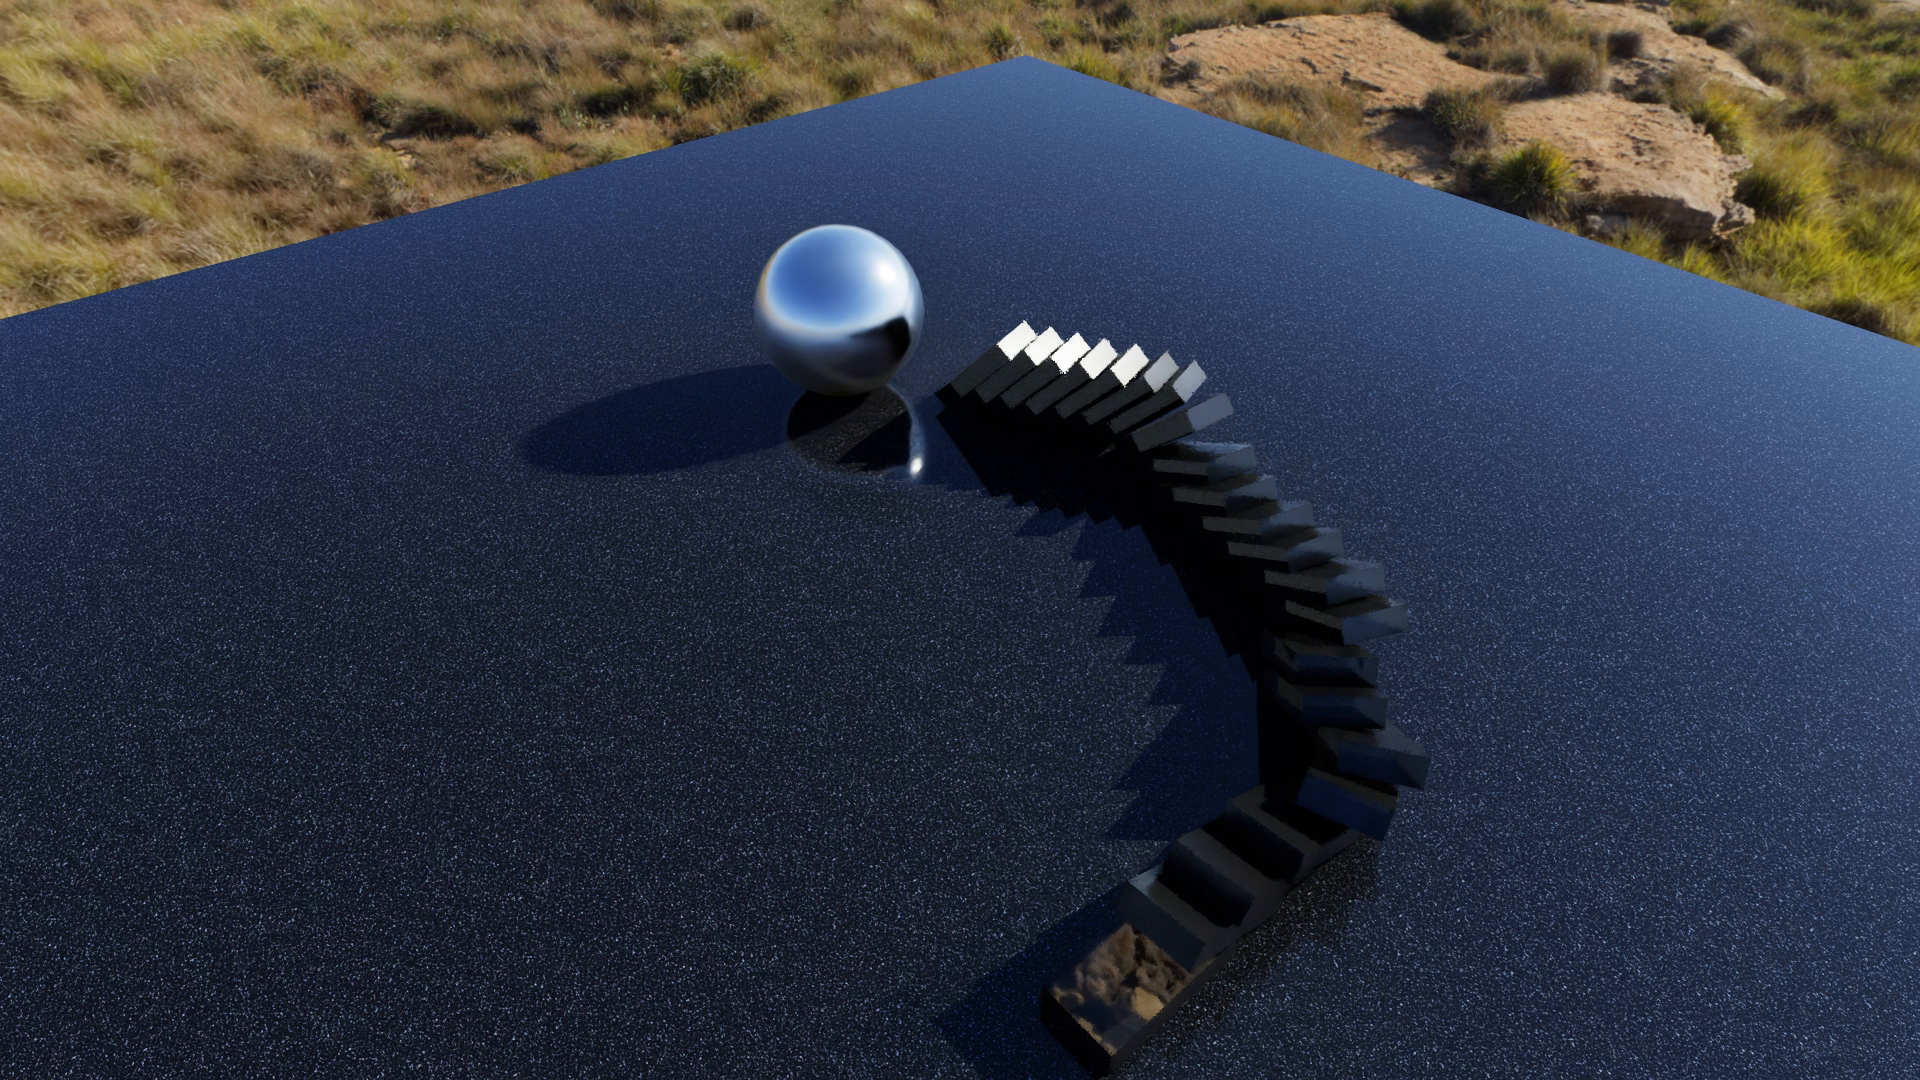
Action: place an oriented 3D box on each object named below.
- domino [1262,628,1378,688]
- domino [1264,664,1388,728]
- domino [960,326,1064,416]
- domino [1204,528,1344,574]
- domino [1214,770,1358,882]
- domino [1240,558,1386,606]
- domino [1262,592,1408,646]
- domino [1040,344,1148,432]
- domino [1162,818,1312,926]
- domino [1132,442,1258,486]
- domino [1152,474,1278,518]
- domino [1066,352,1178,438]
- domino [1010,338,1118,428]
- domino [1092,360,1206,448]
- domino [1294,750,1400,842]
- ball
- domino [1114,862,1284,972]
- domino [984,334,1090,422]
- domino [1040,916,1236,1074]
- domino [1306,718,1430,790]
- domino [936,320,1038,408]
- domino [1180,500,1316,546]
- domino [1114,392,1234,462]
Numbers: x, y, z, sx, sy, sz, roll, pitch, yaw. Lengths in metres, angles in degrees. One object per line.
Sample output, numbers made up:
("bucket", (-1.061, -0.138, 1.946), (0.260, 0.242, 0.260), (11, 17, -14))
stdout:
("domino", (0.121, 0.039, 0.375), (0.025, 0.009, 0.050), (2, 6, 3))
("domino", (0.118, 0.051, 0.360), (0.025, 0.009, 0.050), (2, 4, 2))
("domino", (0.024, -0.078, 0.512), (0.009, 0.050, 0.025), (50, 48, -7))
("domino", (0.119, 0.002, 0.421), (0.025, 0.009, 0.050), (-17, 10, -20))
("domino", (0.098, 0.083, 0.324), (0.025, 0.010, 0.050), (33, 21, 34))
("domino", (0.129, 0.014, 0.406), (0.025, 0.010, 0.050), (-12, 9, -18))
("domino", (0.133, 0.025, 0.394), (0.025, 0.009, 0.050), (-11, 11, -13))
("domino", (0.060, -0.069, 0.501), (0.009, 0.050, 0.025), (51, 49, -8))
("domino", (0.081, 0.091, 0.313), (0.025, 0.010, 0.050), (33, 21, 32))
("domino", (0.099, -0.033, 0.466), (0.025, 0.010, 0.050), (-20, 15, -23))
("domino", (0.103, -0.020, 0.449), (0.025, 0.010, 0.050), (-17, 13, -20))
("domino", (0.073, -0.065, 0.497), (0.010, 0.050, 0.025), (52, 48, -9))
("domino", (0.047, -0.071, 0.504), (0.010, 0.050, 0.025), (50, 48, -7))
("domino", (0.084, -0.060, 0.491), (0.009, 0.050, 0.025), (52, 48, -9))
("domino", (0.118, 0.075, 0.331), (0.025, 0.010, 0.050), (21, 9, 22))
("ball", (-0.057, -0.108, 0.520), (0.080, 0.080, 0.080), (0, 39, 0))
("domino", (0.067, 0.099, 0.305), (0.025, 0.009, 0.050), (34, 22, 34))
("domino", (0.035, -0.075, 0.507), (0.010, 0.050, 0.025), (50, 49, -7))
("domino", (0.049, 0.118, 0.300), (0.050, 0.010, 0.025), (-29, 47, -30))
("domino", (0.126, 0.063, 0.343), (0.025, 0.009, 0.050), (11, 5, 7))
("domino", (0.012, -0.082, 0.516), (0.009, 0.050, 0.025), (50, 48, -7))
("domino", (0.112, -0.008, 0.432), (0.025, 0.009, 0.050), (-17, 10, -21))
("domino", (0.092, -0.049, 0.477), (0.025, 0.009, 0.050), (-26, 3, -30))
